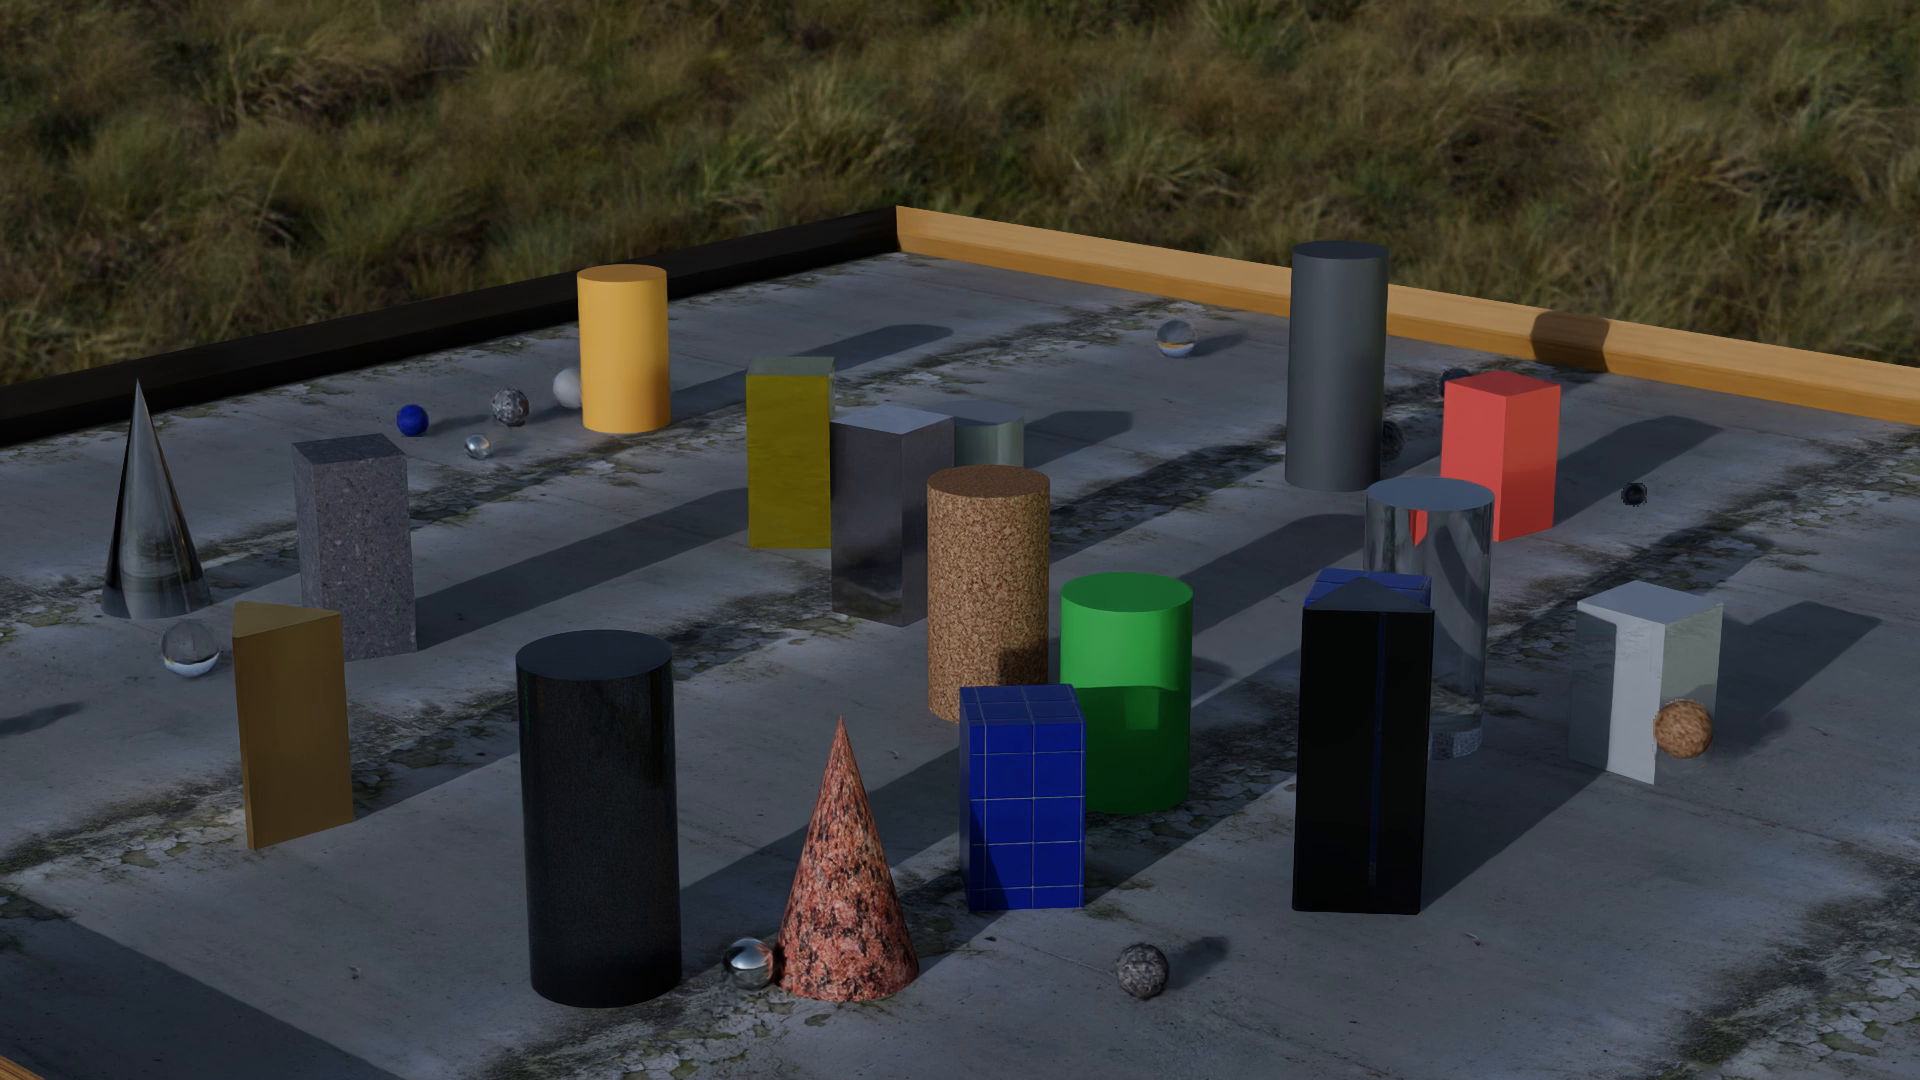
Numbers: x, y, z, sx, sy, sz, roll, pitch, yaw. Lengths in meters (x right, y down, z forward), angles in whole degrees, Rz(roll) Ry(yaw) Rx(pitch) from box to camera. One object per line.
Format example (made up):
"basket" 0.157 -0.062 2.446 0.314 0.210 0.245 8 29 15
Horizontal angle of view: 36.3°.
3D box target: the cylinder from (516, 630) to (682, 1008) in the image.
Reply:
"cylinder" -0.440 0.339 3.585 0.188 0.422 0.188 0 17 0

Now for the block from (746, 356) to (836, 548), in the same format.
"block" -0.310 -0.162 5.411 0.150 0.326 0.150 0 17 2

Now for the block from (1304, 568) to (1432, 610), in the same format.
"block" 0.557 0.236 4.042 0.150 0.356 0.150 5 17 16

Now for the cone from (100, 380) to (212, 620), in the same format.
"cone" -1.392 -0.084 5.021 0.188 0.401 0.188 0 17 0

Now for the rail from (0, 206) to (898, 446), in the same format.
"rail" -1.606 -0.373 6.456 0.045 0.122 4.418 14 22 39

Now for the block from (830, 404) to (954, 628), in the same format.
"block" -0.115 -0.043 4.997 0.150 0.337 0.150 12 20 34

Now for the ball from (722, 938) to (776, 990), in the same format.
"ball" -0.260 0.521 3.601 0.065 0.065 0.065 0 17 0

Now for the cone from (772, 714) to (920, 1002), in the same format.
"cone" -0.145 0.373 3.615 0.188 0.339 0.188 0 17 0

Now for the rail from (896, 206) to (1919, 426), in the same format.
"rail" 1.433 -0.447 6.700 4.302 0.122 0.045 14 22 39

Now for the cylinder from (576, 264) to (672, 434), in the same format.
"cylinder" -0.712 -0.407 6.223 0.188 0.324 0.188 0 17 0

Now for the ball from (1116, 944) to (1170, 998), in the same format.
"ball" 0.223 0.526 3.582 0.066 0.066 0.066 0 17 0

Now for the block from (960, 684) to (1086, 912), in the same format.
"block" 0.081 0.338 3.872 0.150 0.257 0.150 -1 17 -5

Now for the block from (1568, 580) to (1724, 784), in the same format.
"block" 1.010 0.208 4.326 0.150 0.245 0.150 -15 23 -41

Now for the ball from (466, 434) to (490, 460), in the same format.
"ball" -0.982 -0.189 5.972 0.052 0.052 0.052 0 17 0

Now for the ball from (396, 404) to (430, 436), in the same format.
"ball" -1.147 -0.251 6.148 0.069 0.069 0.069 0 17 0

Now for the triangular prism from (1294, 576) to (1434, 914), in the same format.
"triangular prism" 0.522 0.267 3.837 0.163 0.415 0.141 1 17 4

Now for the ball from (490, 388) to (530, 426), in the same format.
"ball" -0.957 -0.282 6.231 0.081 0.081 0.081 0 17 0

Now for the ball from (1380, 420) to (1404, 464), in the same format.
"ball" 0.849 -0.198 5.902 0.089 0.089 0.089 0 17 0

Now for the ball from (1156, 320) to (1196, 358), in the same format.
"ball" 0.502 -0.468 6.827 0.092 0.092 0.092 0 17 0

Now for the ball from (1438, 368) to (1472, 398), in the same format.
"ball" 1.088 -0.338 6.417 0.079 0.079 0.079 0 17 0

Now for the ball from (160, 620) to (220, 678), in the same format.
"ball" -1.234 0.174 4.700 0.092 0.092 0.092 0 17 0

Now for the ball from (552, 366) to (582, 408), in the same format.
"ball" -0.834 -0.328 6.325 0.090 0.090 0.090 0 17 0

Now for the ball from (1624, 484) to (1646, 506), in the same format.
"ball" 1.300 -0.087 5.653 0.041 0.041 0.041 0 17 0

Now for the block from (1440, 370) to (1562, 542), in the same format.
"block" 1.008 -0.159 5.484 0.150 0.277 0.150 -13 21 -36

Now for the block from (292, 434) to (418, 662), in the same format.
"block" -0.994 0.013 4.812 0.150 0.337 0.150 -8 19 -24

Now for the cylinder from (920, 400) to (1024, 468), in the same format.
"cylinder" 0.019 -0.083 5.206 0.188 0.293 0.188 0 17 0

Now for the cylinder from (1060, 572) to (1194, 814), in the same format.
"cylinder" 0.237 0.217 4.198 0.188 0.301 0.188 0 17 0

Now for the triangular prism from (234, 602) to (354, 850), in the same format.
"triangular prism" -0.960 0.248 4.085 0.163 0.308 0.141 -15 22 -40

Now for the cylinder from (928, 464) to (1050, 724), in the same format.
"cylinder" 0.044 0.084 4.531 0.188 0.364 0.188 0 17 0

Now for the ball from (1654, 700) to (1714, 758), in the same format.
"ball" 1.038 0.272 4.205 0.083 0.083 0.083 0 17 0

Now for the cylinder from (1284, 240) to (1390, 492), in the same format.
"cylinder" 0.741 -0.342 5.768 0.188 0.463 0.188 0 17 0

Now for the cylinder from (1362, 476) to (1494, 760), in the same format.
"cylinder" 0.695 0.116 4.388 0.188 0.386 0.188 0 17 0

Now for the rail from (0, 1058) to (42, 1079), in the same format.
"rail" -1.433 0.508 3.541 4.302 0.122 0.045 14 22 39
